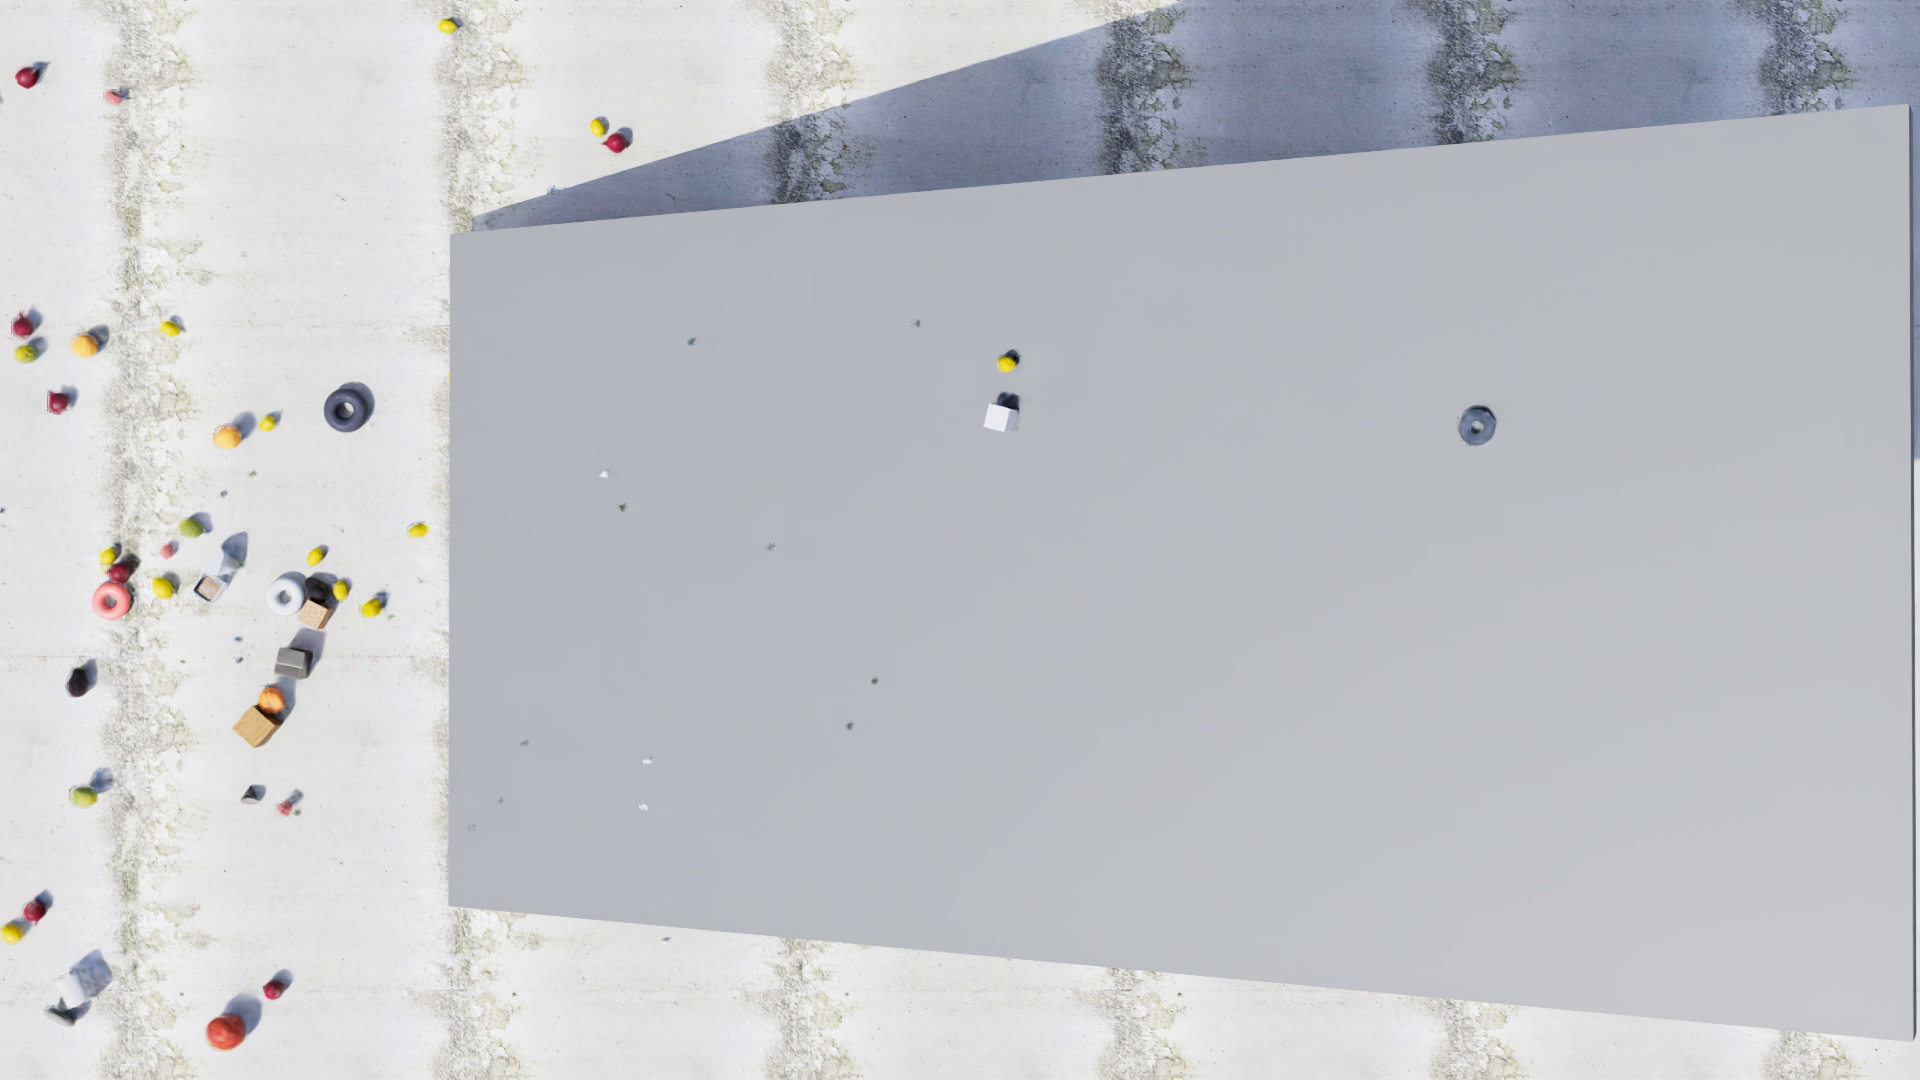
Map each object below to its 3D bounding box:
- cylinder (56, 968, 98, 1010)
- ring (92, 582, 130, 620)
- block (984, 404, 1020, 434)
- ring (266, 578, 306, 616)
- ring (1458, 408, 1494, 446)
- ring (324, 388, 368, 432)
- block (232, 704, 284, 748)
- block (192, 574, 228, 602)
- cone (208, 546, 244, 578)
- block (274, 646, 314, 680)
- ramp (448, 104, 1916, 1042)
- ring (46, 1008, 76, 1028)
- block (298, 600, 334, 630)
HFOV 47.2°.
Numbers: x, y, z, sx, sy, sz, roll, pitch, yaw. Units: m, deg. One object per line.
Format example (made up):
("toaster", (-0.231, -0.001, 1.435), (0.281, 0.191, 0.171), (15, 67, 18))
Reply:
("cylinder", (-2.637, 1.340, 6.568), (0.091, 0.091, 0.091), (-26, 88, 0))
("ring", (-2.551, 0.184, 6.607), (0.114, 0.038, 0.114), (0, 89, -1))
("block", (0.107, -0.313, 5.659), (0.060, 0.060, 0.060), (16, 97, 27))
("ring", (-2.025, 0.170, 6.607), (0.117, 0.039, 0.117), (0, 91, 0))
("ring", (1.199, -0.261, 5.106), (0.087, 0.029, 0.087), (-1, 88, 29))
("ring", (-1.845, -0.390, 6.610), (0.136, 0.045, 0.136), (0, 91, 0))
("block", (-2.100, 0.556, 6.577), (0.090, 0.090, 0.090), (41, 90, 0))
("block", (-2.247, 0.144, 6.594), (0.064, 0.064, 0.064), (34, 89, 0))
("cone", (-2.190, 0.076, 6.595), (0.094, 0.094, 0.094), (17, 89, -42))
("block", (-1.995, 0.367, 6.583), (0.081, 0.081, 0.081), (12, 89, 0))
("ramp", (0.277, 0.078, 5.657), (4.000, 0.100, 2.000), (0, 89, 28))
("ring", (-2.684, 1.427, 6.567), (0.093, 0.093, 0.031), (28, 73, 0))
("block", (-1.932, 0.222, 6.592), (0.067, 0.067, 0.067), (27, 89, 0))
